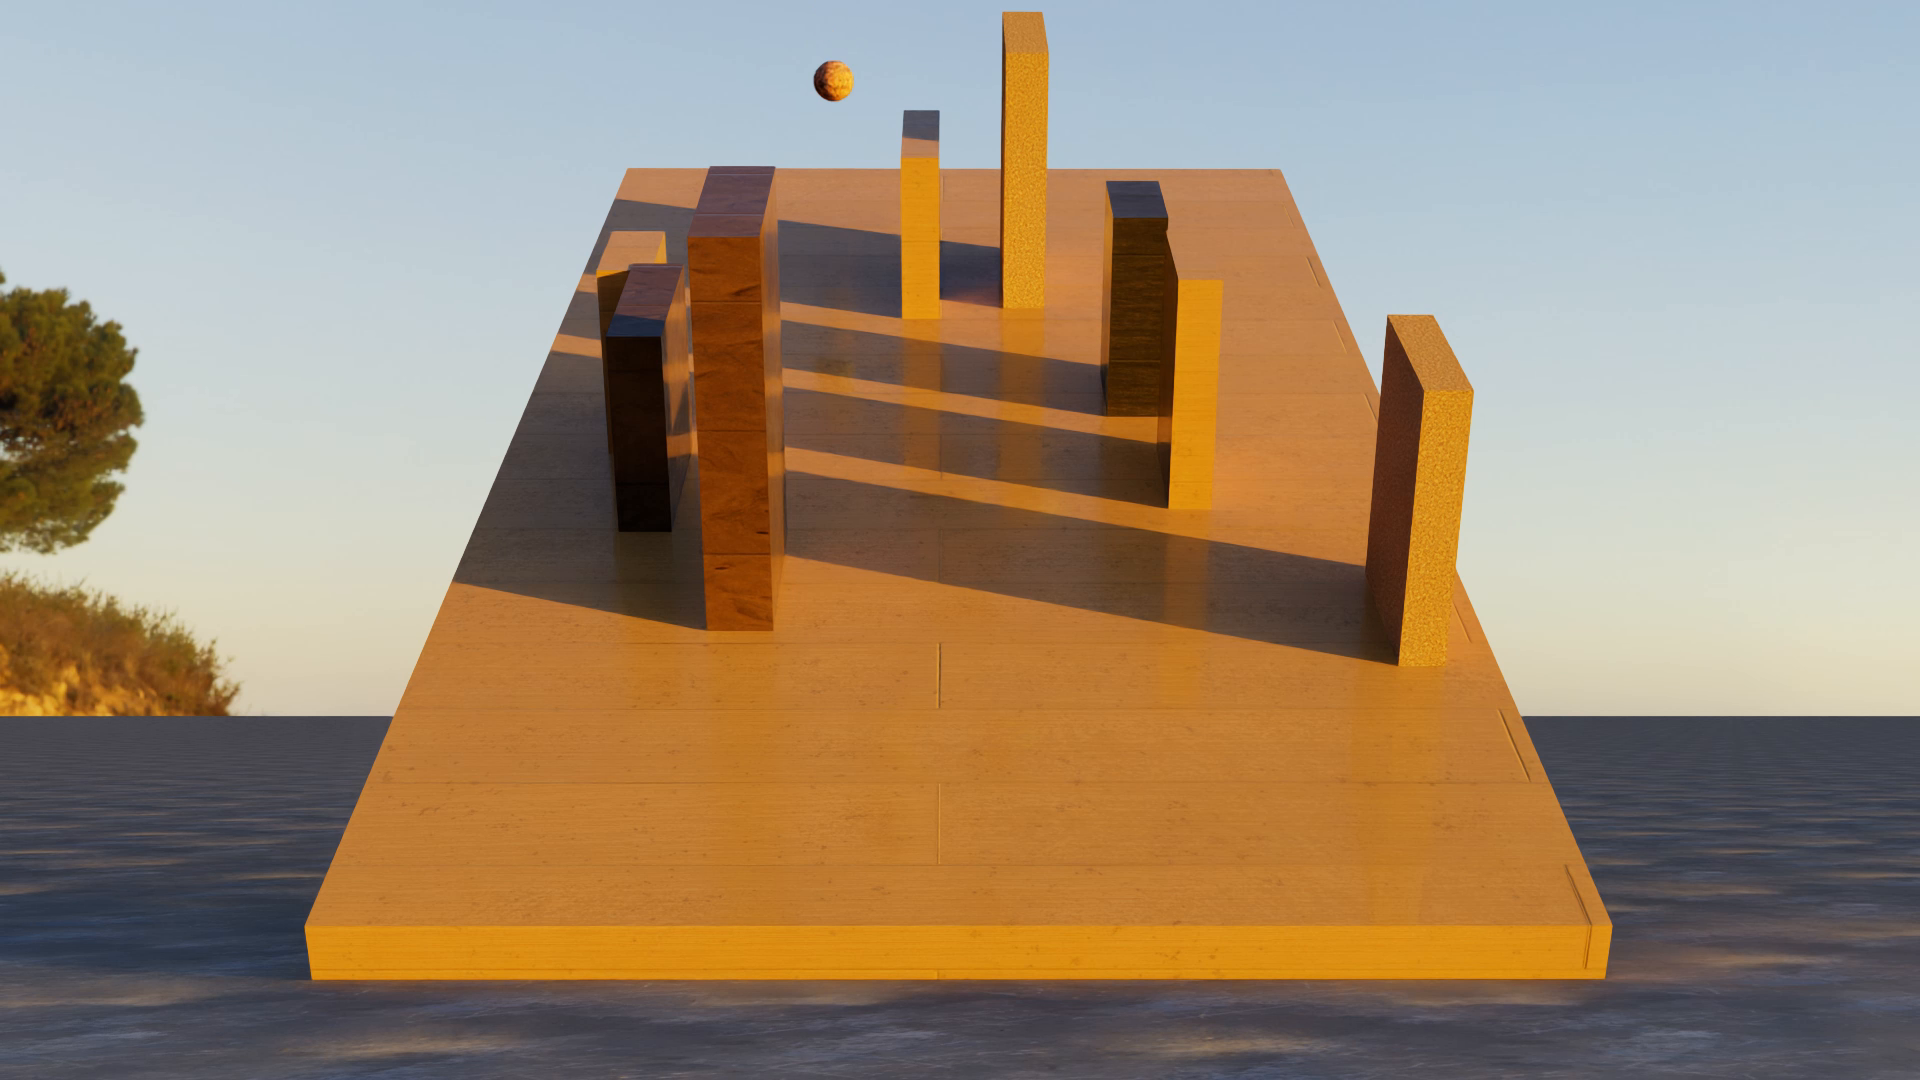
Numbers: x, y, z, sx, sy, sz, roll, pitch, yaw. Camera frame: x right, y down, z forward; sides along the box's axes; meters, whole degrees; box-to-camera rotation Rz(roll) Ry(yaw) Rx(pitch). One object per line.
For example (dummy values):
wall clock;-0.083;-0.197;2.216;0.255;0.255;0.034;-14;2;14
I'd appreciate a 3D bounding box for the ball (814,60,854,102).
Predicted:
ball;-0.373;-1.355;6.934;0.119;0.119;0.119;0;-4;0

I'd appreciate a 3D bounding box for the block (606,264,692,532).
block;-0.651;-0.307;4.964;0.110;0.430;0.446;0;26;0

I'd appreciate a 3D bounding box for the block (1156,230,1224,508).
block;0.485;-0.364;4.996;0.090;0.510;0.316;0;26;0

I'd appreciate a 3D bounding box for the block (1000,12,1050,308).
block;0.165;-0.996;6.133;0.106;0.665;0.447;0;26;0

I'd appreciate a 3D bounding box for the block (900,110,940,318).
block;-0.101;-0.851;6.111;0.095;0.423;0.441;0;26;0

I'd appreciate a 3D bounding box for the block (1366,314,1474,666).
block;0.853;-0.097;4.398;0.087;0.547;0.386;0;26;0

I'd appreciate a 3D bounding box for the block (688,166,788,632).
block;-0.417;-0.273;4.486;0.126;0.781;0.431;0;26;0

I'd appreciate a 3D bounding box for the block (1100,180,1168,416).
block;0.400;-0.559;5.440;0.122;0.478;0.277;0;26;0

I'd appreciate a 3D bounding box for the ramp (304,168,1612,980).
ramp;-0.009;-0.229;5.418;2.000;0.100;4.000;0;26;0

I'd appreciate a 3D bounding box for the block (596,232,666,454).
block;-0.722;-0.443;5.252;0.117;0.426;0.271;0;26;0
